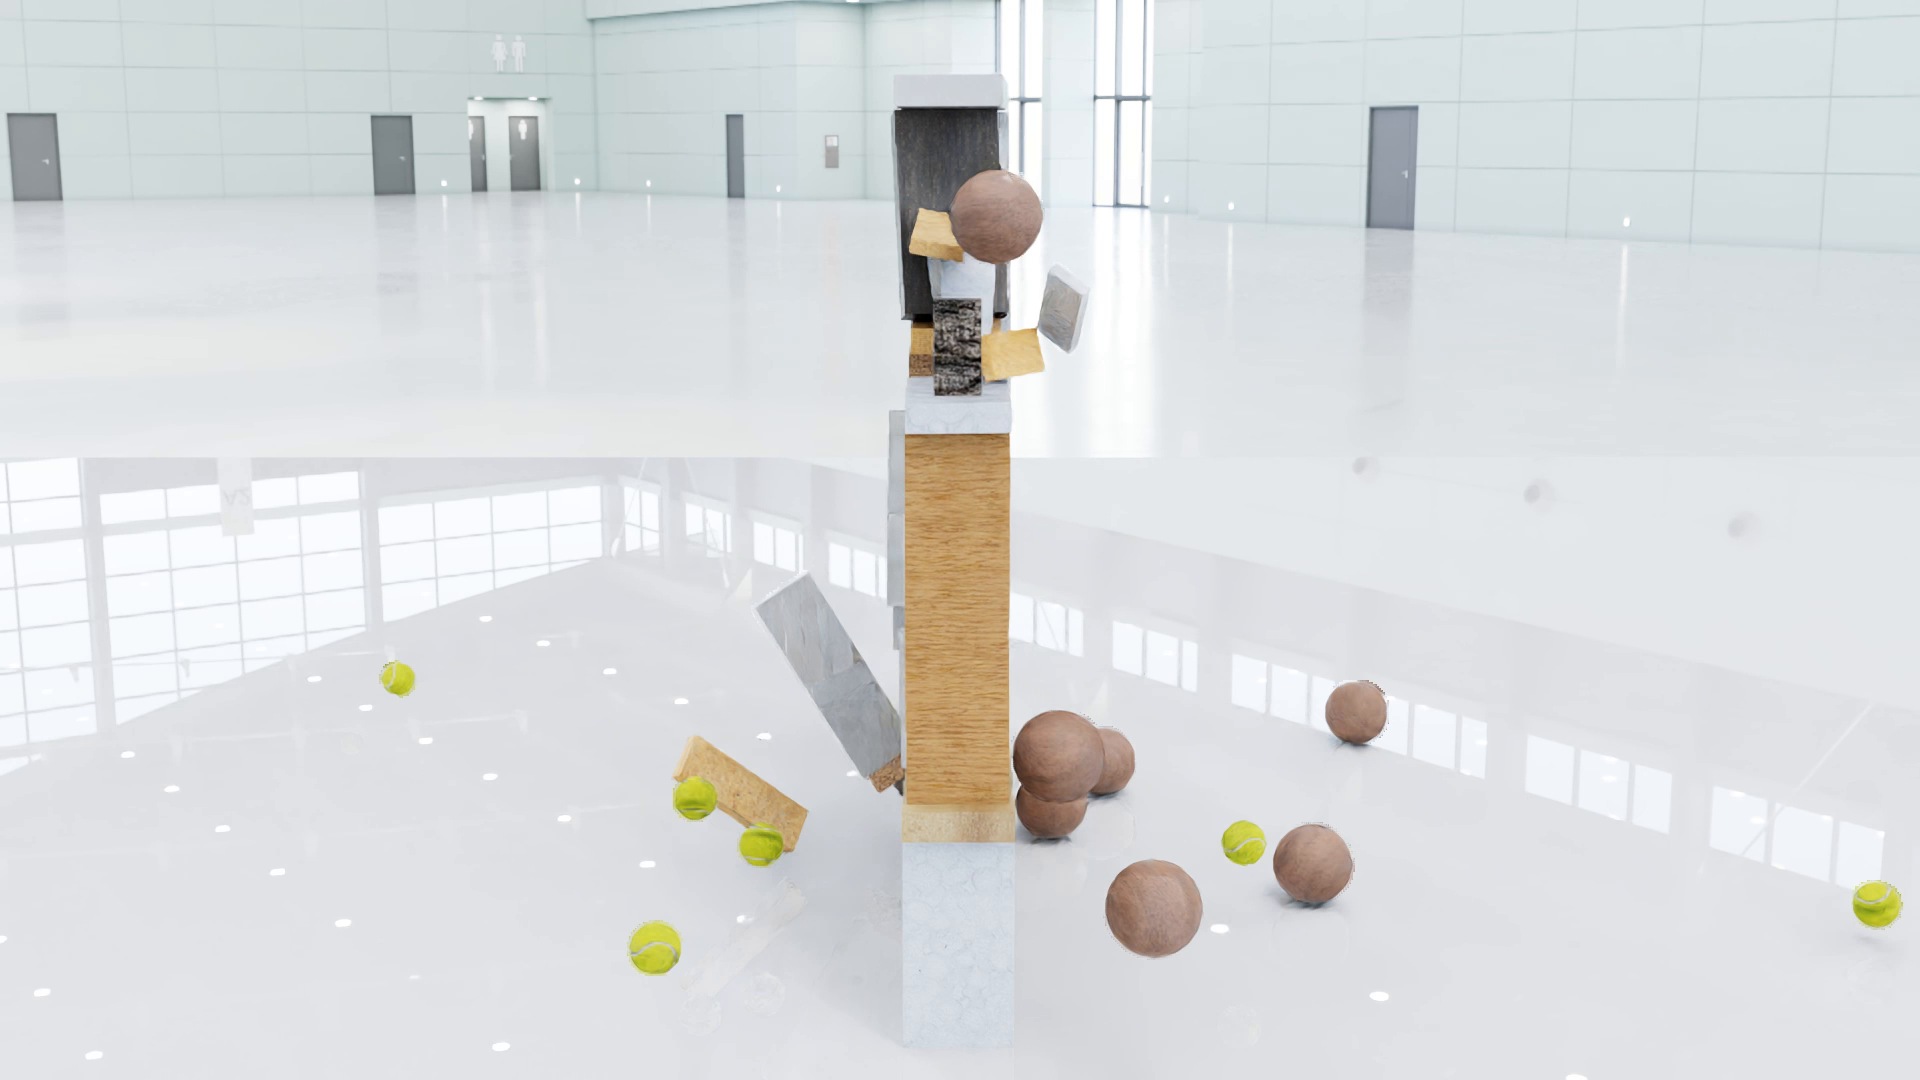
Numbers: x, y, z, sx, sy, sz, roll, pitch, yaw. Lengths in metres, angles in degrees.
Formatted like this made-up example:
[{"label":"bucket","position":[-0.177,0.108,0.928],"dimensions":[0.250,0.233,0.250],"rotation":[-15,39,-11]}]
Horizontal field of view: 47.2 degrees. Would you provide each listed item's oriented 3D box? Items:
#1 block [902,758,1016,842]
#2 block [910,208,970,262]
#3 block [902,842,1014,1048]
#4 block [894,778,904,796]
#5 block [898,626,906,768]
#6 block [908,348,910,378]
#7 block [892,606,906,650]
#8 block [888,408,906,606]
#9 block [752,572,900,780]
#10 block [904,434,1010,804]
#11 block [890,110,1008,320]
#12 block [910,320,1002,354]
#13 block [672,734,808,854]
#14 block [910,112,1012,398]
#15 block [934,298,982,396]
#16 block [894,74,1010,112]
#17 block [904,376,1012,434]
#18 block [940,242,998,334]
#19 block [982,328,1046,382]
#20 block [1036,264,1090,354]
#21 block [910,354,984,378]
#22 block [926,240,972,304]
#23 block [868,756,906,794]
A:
[{"label":"block","position":[-0.002,0.359,3.113],"dimensions":[0.153,0.043,0.307],"rotation":[0,11,0]},{"label":"block","position":[-0.028,-0.443,3.192],"dimensions":[0.077,0.022,0.154],"rotation":[10,25,-1]},{"label":"block","position":[-0.002,0.550,3.044],"dimensions":[0.153,0.307,0.043],"rotation":[0,10,0]},{"label":"block","position":[-0.050,0.464,3.886],"dimensions":[0.076,0.152,0.022],"rotation":[-26,15,35]},{"label":"block","position":[-0.033,0.229,3.132],"dimensions":[0.102,0.203,0.029],"rotation":[3,14,17]},{"label":"block","position":[-0.018,-0.089,4.148],"dimensions":[0.145,0.551,0.041],"rotation":[2,11,12]},{"label":"block","position":[-0.041,0.030,3.788],"dimensions":[0.153,0.318,0.043],"rotation":[-1,-4,0]},{"label":"block","position":[-0.029,-0.043,3.111],"dimensions":[0.140,0.280,0.040],"rotation":[3,9,19]},{"label":"block","position":[-0.222,0.239,3.876],"dimensions":[0.114,0.359,0.032],"rotation":[-33,6,-15]},{"label":"block","position":[-0.004,0.104,2.964],"dimensions":[0.140,0.512,0.040],"rotation":[0,10,-1]},{"label":"block","position":[-0.016,-0.488,3.298],"dimensions":[0.156,0.312,0.044],"rotation":[-2,-7,-10]},{"label":"block","position":[-0.004,-0.307,3.273],"dimensions":[0.130,0.037,0.259],"rotation":[0,10,1]},{"label":"block","position":[-0.374,0.436,3.769],"dimensions":[0.257,0.082,0.023],"rotation":[38,-39,-25]},{"label":"block","position":[0.001,-0.420,3.442],"dimensions":[0.156,0.486,0.044],"rotation":[-1,4,1]},{"label":"block","position":[-0.003,-0.257,2.933],"dimensions":[0.064,0.128,0.018],"rotation":[0,12,1]},{"label":"block","position":[-0.008,-0.672,3.320],"dimensions":[0.156,0.044,0.312],"rotation":[0,9,3]},{"label":"block","position":[-0.004,-0.186,3.003],"dimensions":[0.140,0.040,0.280],"rotation":[0,11,-1]},{"label":"block","position":[0.009,-0.346,3.159],"dimensions":[0.077,0.022,0.222],"rotation":[8,49,-4]},{"label":"block","position":[0.072,-0.262,3.095],"dimensions":[0.018,0.064,0.128],"rotation":[-11,2,36]},{"label":"block","position":[0.146,-0.328,3.127],"dimensions":[0.064,0.128,0.018],"rotation":[40,59,19]},{"label":"block","position":[-0.008,-0.098,3.213],"dimensions":[0.130,0.351,0.037],"rotation":[0,7,-1]},{"label":"block","position":[-0.003,-0.375,3.213],"dimensions":[0.077,0.022,0.154],"rotation":[0,52,-9]},{"label":"block","position":[-0.128,0.405,3.910],"dimensions":[0.076,0.022,0.152],"rotation":[-34,10,-4]}]
